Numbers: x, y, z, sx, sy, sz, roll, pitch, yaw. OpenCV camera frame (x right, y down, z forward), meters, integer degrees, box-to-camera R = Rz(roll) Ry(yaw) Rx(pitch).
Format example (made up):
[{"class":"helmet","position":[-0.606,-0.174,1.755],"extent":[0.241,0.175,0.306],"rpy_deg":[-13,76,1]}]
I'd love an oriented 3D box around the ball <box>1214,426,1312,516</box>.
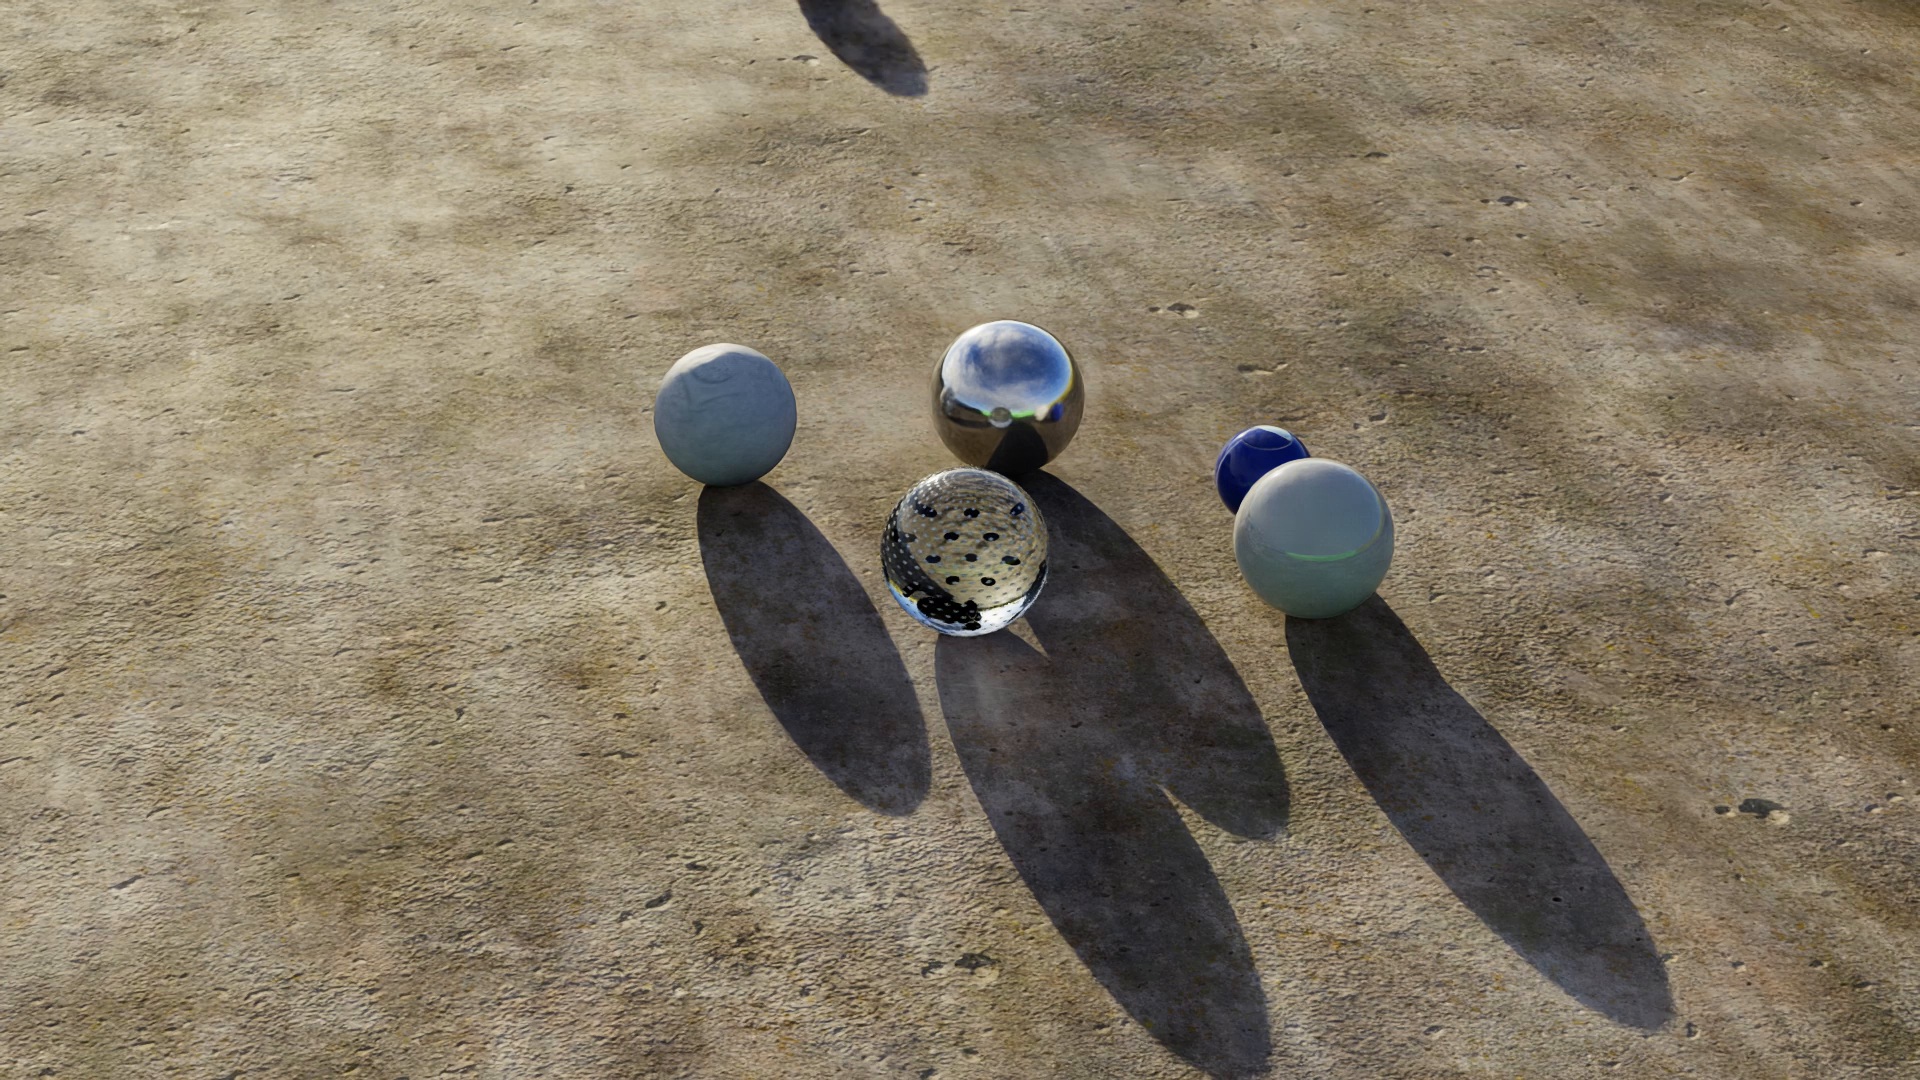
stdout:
[{"class":"ball","position":[0.188,-0.040,1.817],"extent":[0.062,0.062,0.062],"rpy_deg":[0,29,0]}]

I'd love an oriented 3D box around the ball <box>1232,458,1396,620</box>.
[{"class":"ball","position":[0.206,-0.001,1.715],"extent":[0.094,0.094,0.094],"rpy_deg":[0,29,0]}]

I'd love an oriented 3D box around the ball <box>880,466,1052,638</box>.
[{"class":"ball","position":[0.003,0.007,1.697],"extent":[0.099,0.099,0.099],"rpy_deg":[0,29,0]}]

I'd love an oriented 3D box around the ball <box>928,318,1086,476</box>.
[{"class":"ball","position":[0.030,-0.091,1.869],"extent":[0.100,0.100,0.100],"rpy_deg":[0,29,0]}]

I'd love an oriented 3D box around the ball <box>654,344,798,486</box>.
[{"class":"ball","position":[-0.148,-0.079,1.857],"extent":[0.091,0.091,0.091],"rpy_deg":[0,29,0]}]
